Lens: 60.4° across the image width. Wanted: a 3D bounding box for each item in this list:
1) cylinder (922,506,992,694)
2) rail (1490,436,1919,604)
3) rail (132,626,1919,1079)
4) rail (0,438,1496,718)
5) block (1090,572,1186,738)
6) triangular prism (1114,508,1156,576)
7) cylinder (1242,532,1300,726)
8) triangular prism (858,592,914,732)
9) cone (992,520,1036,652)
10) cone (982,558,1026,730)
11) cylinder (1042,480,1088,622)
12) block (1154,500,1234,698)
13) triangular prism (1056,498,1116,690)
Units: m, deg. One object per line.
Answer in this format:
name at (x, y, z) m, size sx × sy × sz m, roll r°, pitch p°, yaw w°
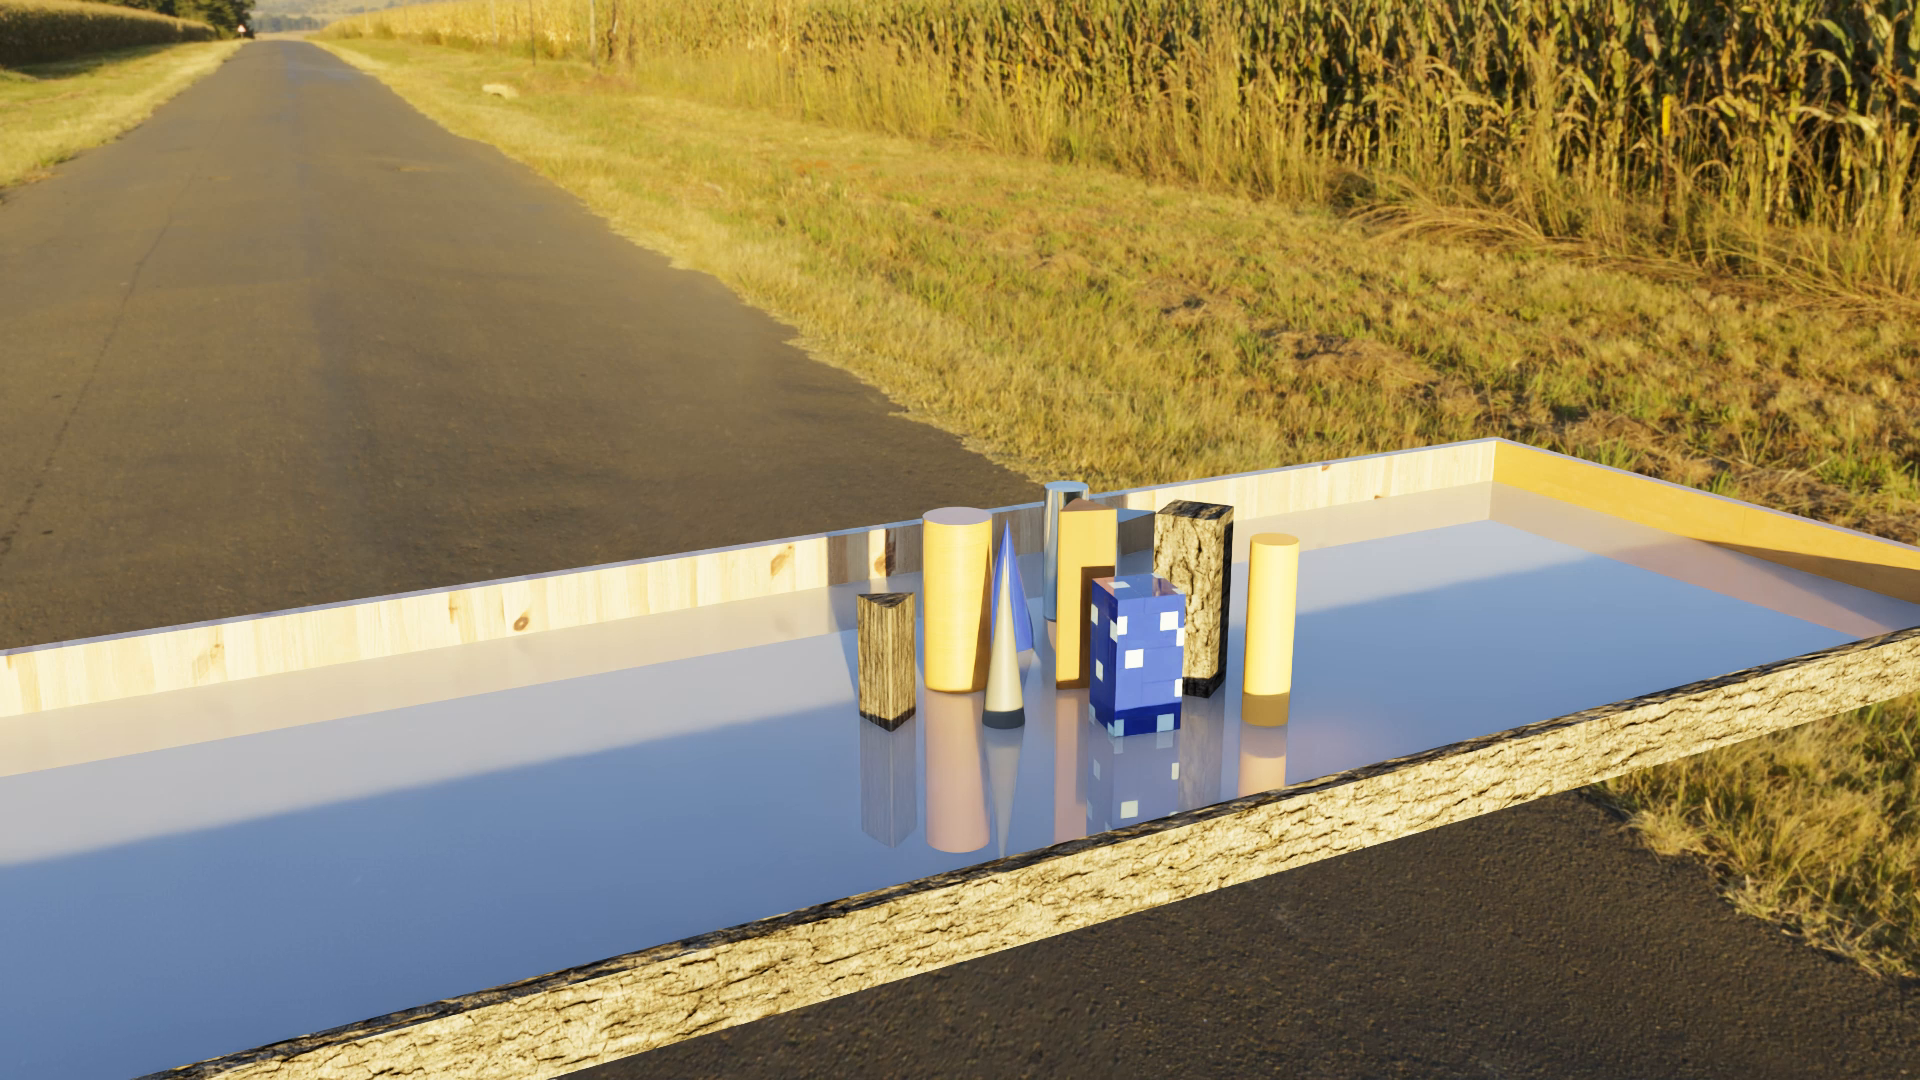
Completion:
cylinder at (-0.006, 0.149, 4.084) m, size 0.170 × 0.432 × 0.170 m, roll 0°, pitch 16°, yaw 0°
rail at (2.466, -0.048, 5.253) m, size 0.050 × 0.150 × 2.100 m, roll -9°, pitch 18°, yaw -27°
rail at (-2.336, 1.006, 1.665) m, size 12.000 × 0.150 × 0.050 m, roll -9°, pitch 18°, yaw -27°
rail at (-3.305, 0.497, 3.399) m, size 12.000 × 0.150 × 0.050 m, roll -9°, pitch 18°, yaw -27°
block at (0.412, 0.266, 3.857) m, size 0.165 × 0.333 × 0.165 m, roll -5°, pitch 17°, yaw -16°
triangular prism at (0.415, 0.103, 4.349) m, size 0.148 × 0.369 × 0.128 m, roll -16°, pitch 23°, yaw -43°
cylinder at (0.724, 0.210, 3.857) m, size 0.111 × 0.441 × 0.111 m, roll 0°, pitch 16°, yaw 0°
triangular prism at (-0.154, 0.277, 3.877) m, size 0.115 × 0.301 × 0.132 m, roll -12°, pitch 20°, yaw -35°
cone at (0.124, 0.109, 4.374) m, size 0.163 × 0.345 × 0.163 m, roll 0°, pitch 16°, yaw 0°
cone at (0.103, 0.232, 3.842) m, size 0.104 × 0.409 × 0.104 m, roll 0°, pitch 16°, yaw 0°
cylinder at (0.293, 0.033, 4.574) m, size 0.122 × 0.376 × 0.122 m, roll 0°, pitch 16°, yaw 0°
block at (0.571, 0.143, 4.068) m, size 0.152 × 0.451 × 0.152 m, roll 7°, pitch 18°, yaw 24°
triangular prism at (0.300, 0.131, 4.097) m, size 0.140 × 0.457 × 0.121 m, roll -3°, pitch 17°, yaw -9°
